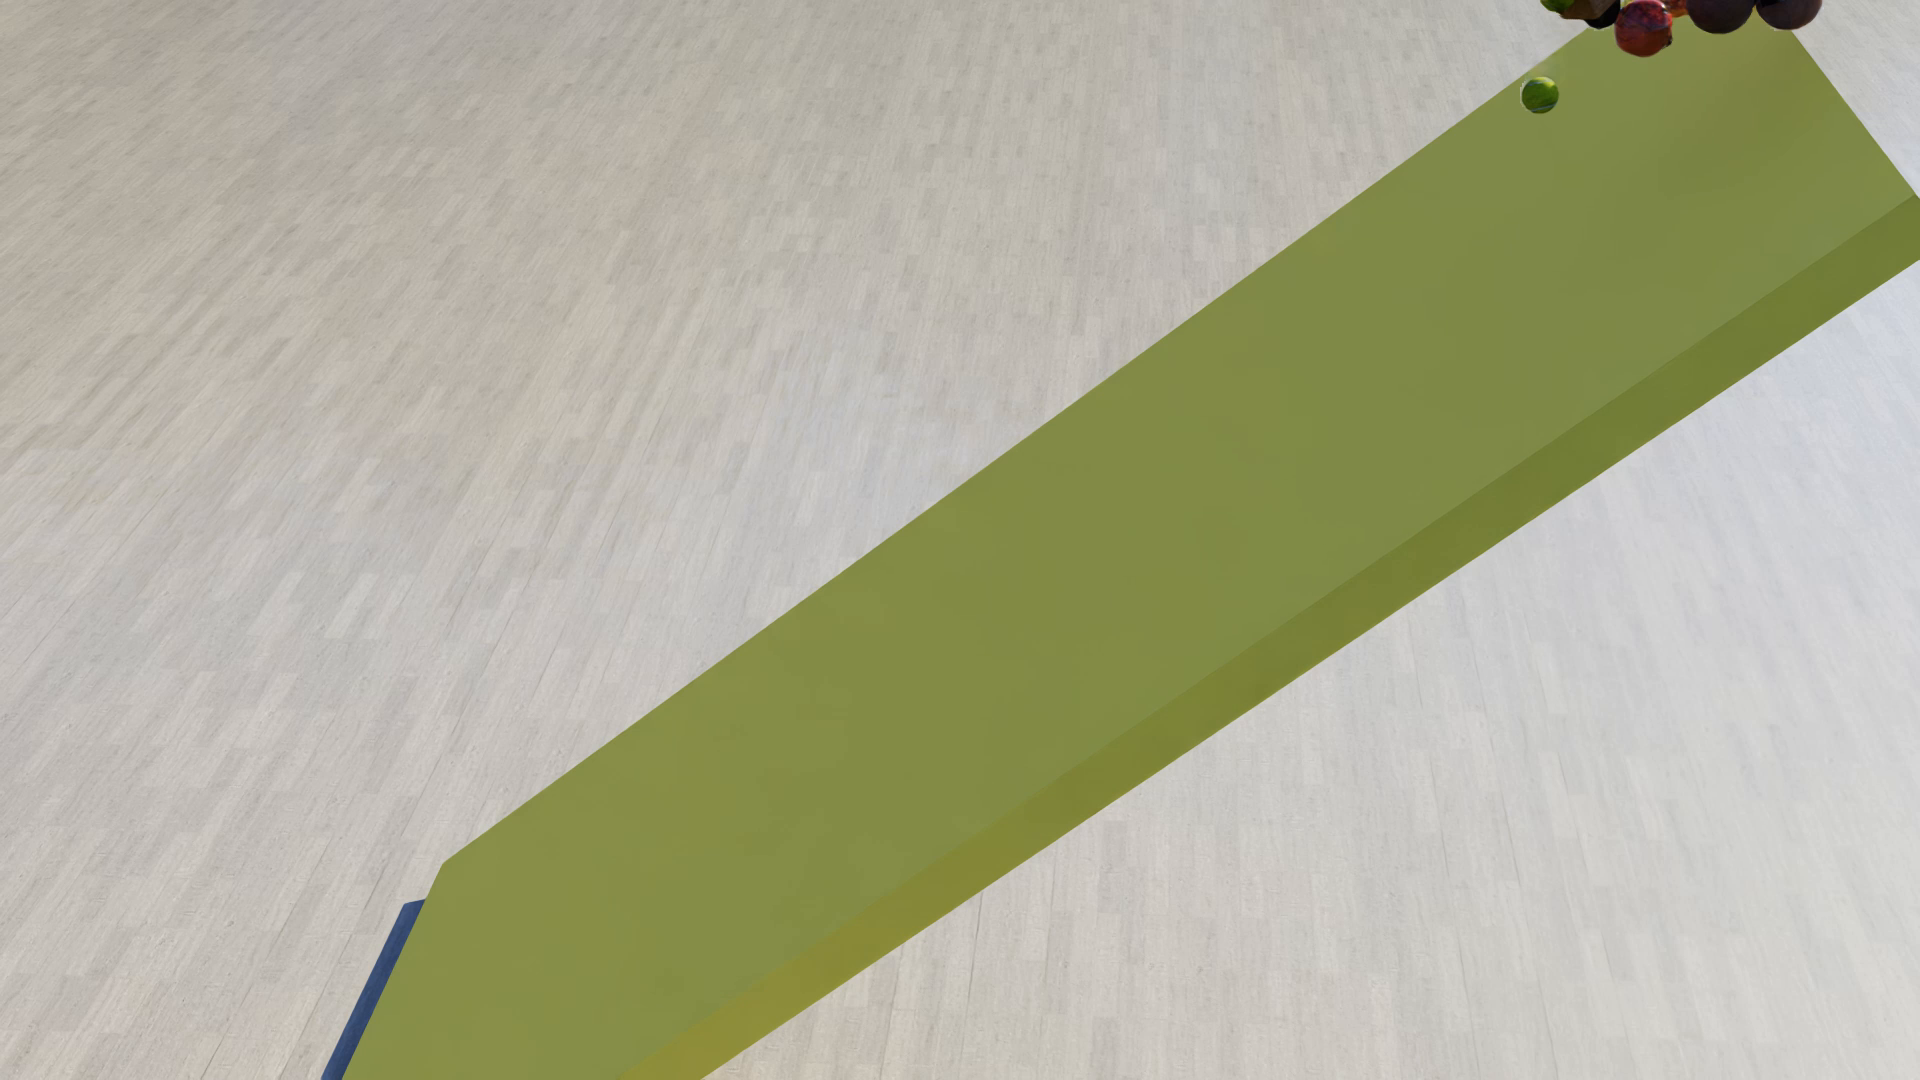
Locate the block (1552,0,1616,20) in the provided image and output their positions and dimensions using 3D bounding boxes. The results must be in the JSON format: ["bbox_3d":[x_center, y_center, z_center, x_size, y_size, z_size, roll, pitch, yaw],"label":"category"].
[{"bbox_3d":[1.220,-1.085,5.748,0.096,0.096,0.096,-45,28,-20],"label":"block"}]

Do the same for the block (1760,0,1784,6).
[{"bbox_3d":[1.520,-1.059,5.469,0.087,0.087,0.087,-14,31,11],"label":"block"}]

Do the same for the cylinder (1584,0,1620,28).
[{"bbox_3d":[1.272,-1.071,5.879,0.077,0.077,0.077,-2,28,-6],"label":"cylinder"}]

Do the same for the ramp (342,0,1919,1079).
[{"bbox_3d":[0.121,0.185,6.340,4.000,0.100,2.000,-36,16,18],"label":"ramp"}]
